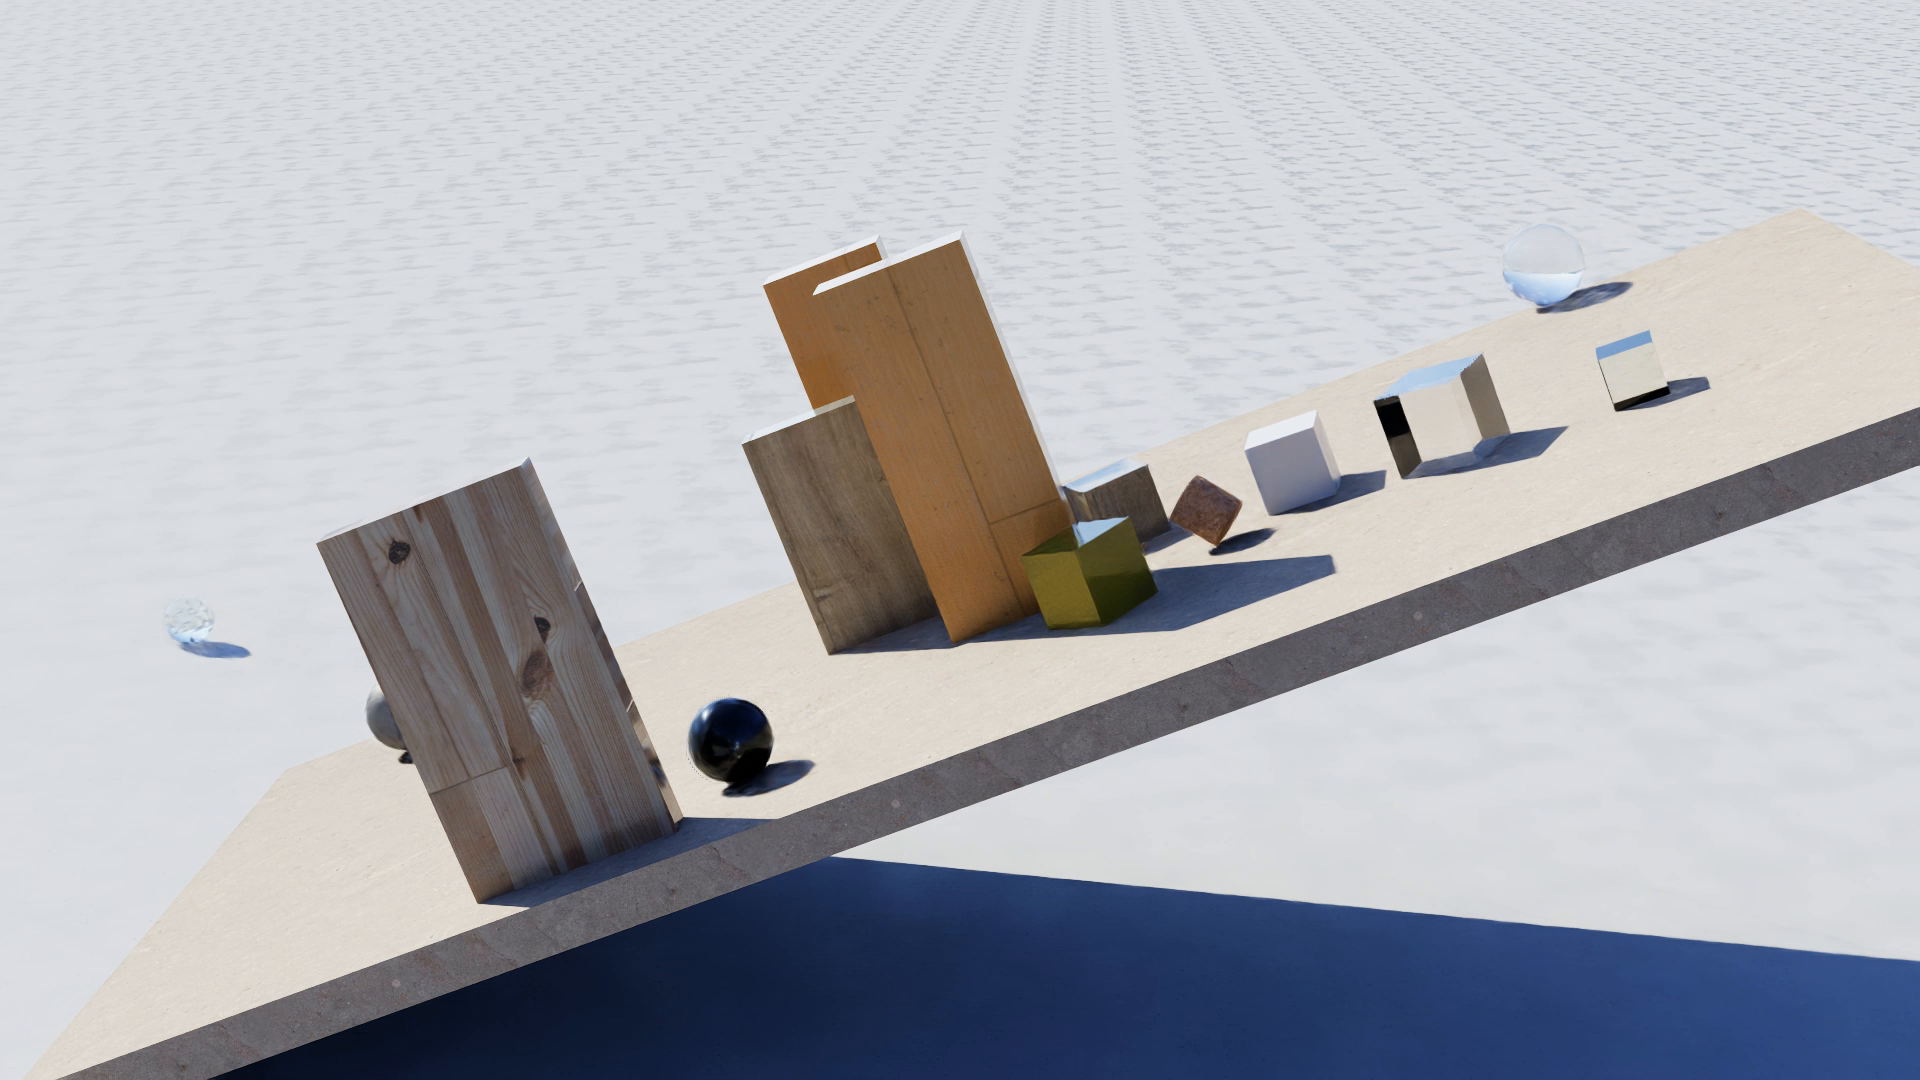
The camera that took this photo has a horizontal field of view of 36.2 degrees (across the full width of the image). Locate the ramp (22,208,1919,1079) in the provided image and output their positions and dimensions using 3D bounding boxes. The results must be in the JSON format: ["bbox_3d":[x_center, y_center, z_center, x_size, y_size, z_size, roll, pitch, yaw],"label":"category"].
[{"bbox_3d":[0.121,0.175,6.293,4.000,0.100,2.000,-20,12,7],"label":"ramp"}]

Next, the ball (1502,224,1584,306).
[{"bbox_3d":[1.391,-0.656,7.016,0.195,0.195,0.195,0,13,0],"label":"ball"}]

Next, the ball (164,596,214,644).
[{"bbox_3d":[-2.359,0.246,8.999,0.147,0.147,0.147,0,13,0],"label":"ball"}]

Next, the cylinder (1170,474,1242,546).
[{"bbox_3d":[0.506,-0.061,6.037,0.108,0.108,0.108,32,22,11],"label":"cylinder"}]

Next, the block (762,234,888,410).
[{"bbox_3d":[-0.178,-0.295,6.803,0.276,0.764,0.139,-20,12,7],"label":"block"}]

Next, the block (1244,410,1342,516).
[{"bbox_3d":[0.697,-0.162,6.152,0.151,0.151,0.151,-19,12,15],"label":"block"}]

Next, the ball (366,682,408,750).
[{"bbox_3d":[-1.340,0.412,7.115,0.194,0.194,0.194,0,13,0],"label":"ball"}]

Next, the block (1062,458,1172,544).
[{"bbox_3d":[0.340,-0.070,6.370,0.154,0.154,0.154,-24,12,-11],"label":"block"}]

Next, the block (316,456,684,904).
[{"bbox_3d":[-0.859,0.268,5.526,0.415,0.754,0.084,-20,12,7],"label":"block"}]

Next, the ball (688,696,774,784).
[{"bbox_3d":[-0.444,0.387,5.691,0.168,0.168,0.168,0,13,0],"label":"ball"}]

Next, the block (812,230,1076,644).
[{"bbox_3d":[-0.005,-0.211,6.074,0.319,0.781,0.145,-20,12,7],"label":"block"}]

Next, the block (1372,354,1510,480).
[{"bbox_3d":[0.980,-0.250,5.979,0.176,0.176,0.176,-13,15,37],"label":"block"}]

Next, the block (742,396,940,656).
[{"bbox_3d":[-0.234,-0.041,6.404,0.307,0.504,0.096,-20,12,7],"label":"block"}]

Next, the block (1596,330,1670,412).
[{"bbox_3d":[1.344,-0.338,5.880,0.112,0.112,0.112,-19,12,14],"label":"block"}]

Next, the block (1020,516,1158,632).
[{"bbox_3d":[0.258,0.069,5.870,0.165,0.165,0.165,-31,15,-36],"label":"block"}]
